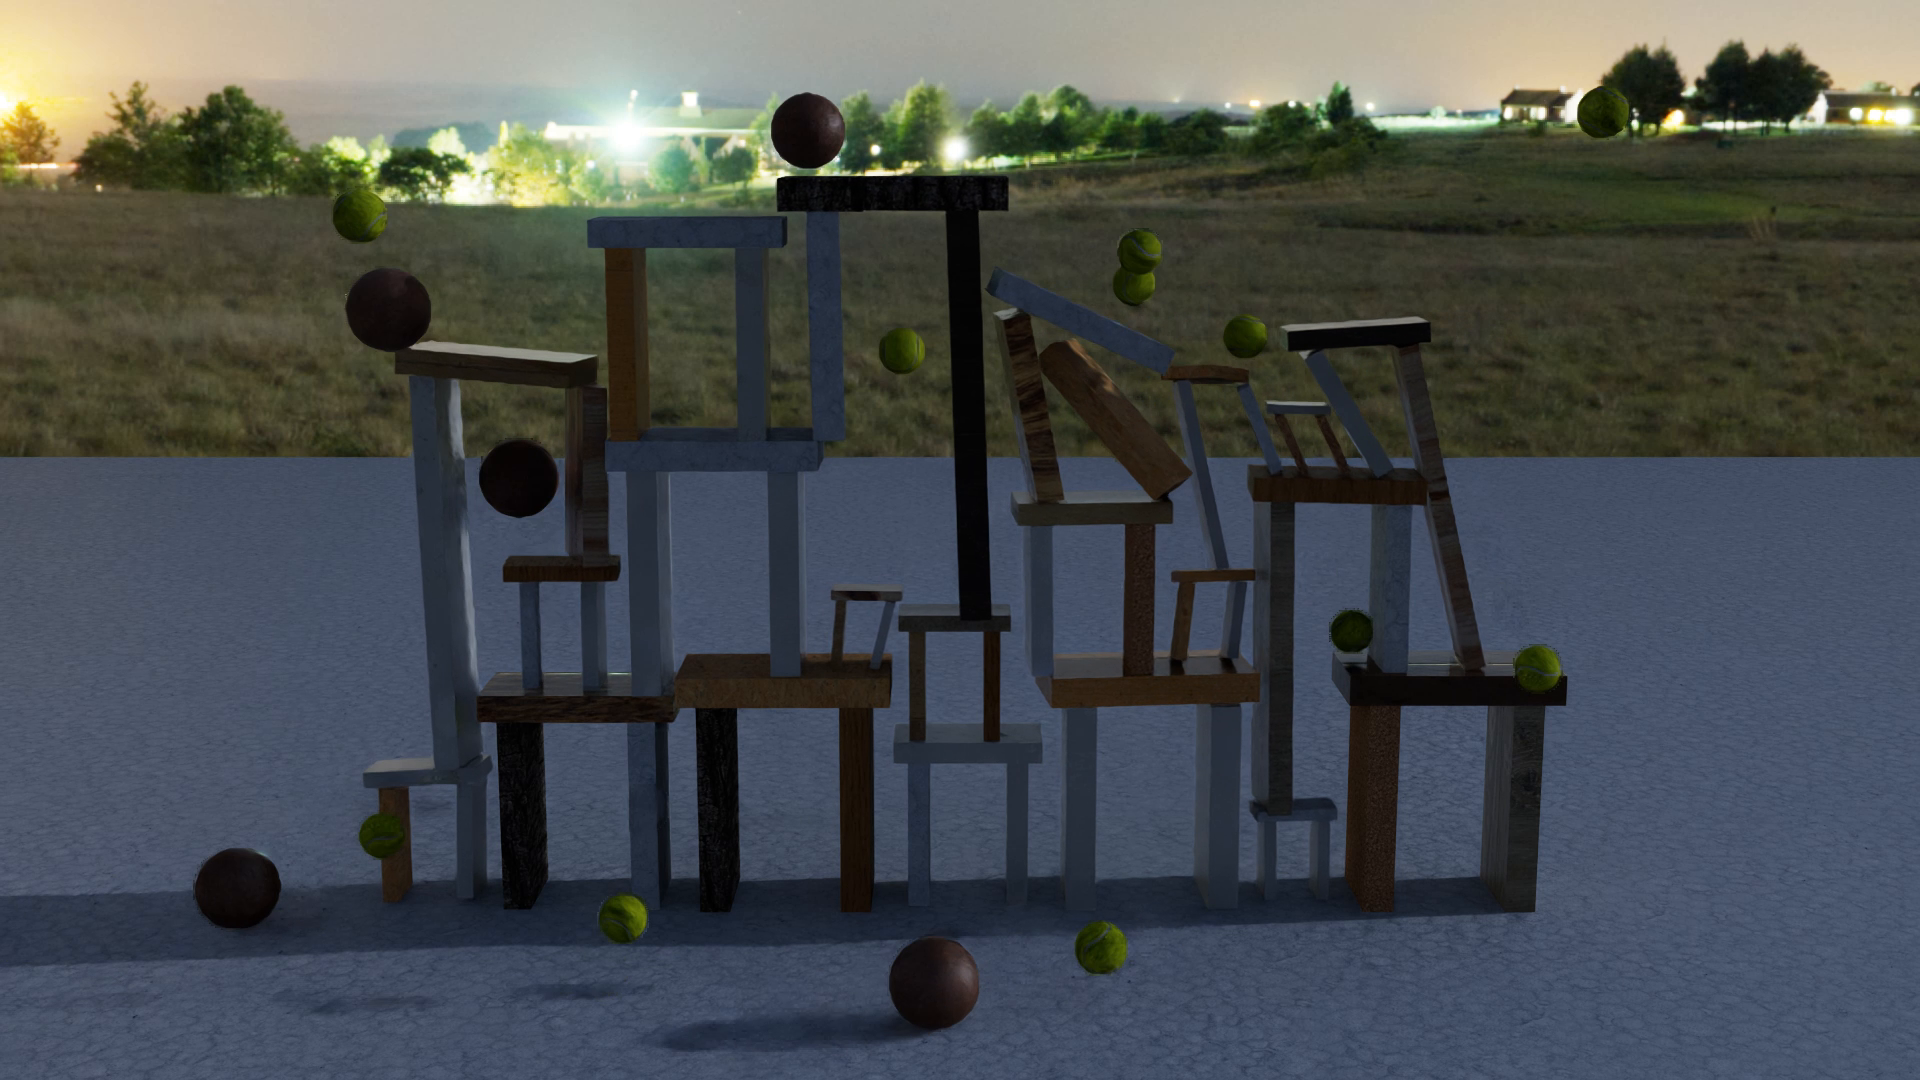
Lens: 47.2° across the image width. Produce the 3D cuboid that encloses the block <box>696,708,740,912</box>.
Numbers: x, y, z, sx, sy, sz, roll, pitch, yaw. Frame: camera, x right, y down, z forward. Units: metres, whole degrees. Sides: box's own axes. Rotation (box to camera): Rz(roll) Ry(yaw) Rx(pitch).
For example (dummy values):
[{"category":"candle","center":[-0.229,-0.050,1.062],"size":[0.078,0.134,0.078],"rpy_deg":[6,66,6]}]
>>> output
[{"category":"block","center":[-0.399,0.422,3.634],"size":[0.049,0.343,0.171],"rpy_deg":[0,11,0]}]

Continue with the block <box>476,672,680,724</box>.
[{"category":"block","center":[-0.618,0.258,3.609],"size":[0.315,0.045,0.158],"rpy_deg":[0,11,0]}]

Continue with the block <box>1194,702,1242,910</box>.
[{"category":"block","center":[0.426,0.421,3.644],"size":[0.048,0.341,0.171],"rpy_deg":[0,11,-2]}]

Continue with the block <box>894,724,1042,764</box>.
[{"category":"block","center":[0.013,0.335,3.625],"size":[0.242,0.034,0.121],"rpy_deg":[0,11,0]}]

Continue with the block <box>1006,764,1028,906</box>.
[{"category":"block","center":[0.094,0.470,3.650],"size":[0.034,0.242,0.121],"rpy_deg":[0,11,0]}]

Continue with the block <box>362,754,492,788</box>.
[{"category":"block","center":[-0.879,0.382,3.638],"size":[0.189,0.027,0.095],"rpy_deg":[-3,7,3]}]

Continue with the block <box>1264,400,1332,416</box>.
[{"category":"block","center":[0.543,-0.212,3.532],"size":[0.101,0.014,0.050],"rpy_deg":[2,10,4]}]

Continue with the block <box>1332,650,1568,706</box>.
[{"category":"block","center":[0.797,0.225,3.600],"size":[0.346,0.049,0.173],"rpy_deg":[0,11,0]}]

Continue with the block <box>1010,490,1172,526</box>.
[{"category":"block","center":[0.211,-0.053,3.549],"size":[0.247,0.035,0.123],"rpy_deg":[-1,11,-4]}]

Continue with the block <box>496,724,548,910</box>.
[{"category":"block","center":[-0.723,0.435,3.643],"size":[0.045,0.315,0.158],"rpy_deg":[0,11,0]}]

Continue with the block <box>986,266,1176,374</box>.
[{"category":"block","center":[0.189,-0.350,3.498],"size":[0.297,0.042,0.148],"rpy_deg":[24,8,-8]}]

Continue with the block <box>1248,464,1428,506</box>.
[{"category":"block","center":[0.606,-0.089,3.550],"size":[0.273,0.039,0.136],"rpy_deg":[1,10,3]}]

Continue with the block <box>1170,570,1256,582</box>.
[{"category":"block","center":[0.418,0.059,3.629],"size":[0.127,0.018,0.063],"rpy_deg":[-1,0,-10]}]

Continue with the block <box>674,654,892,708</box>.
[{"category":"block","center":[-0.284,0.230,3.599],"size":[0.343,0.049,0.171],"rpy_deg":[0,11,0]}]

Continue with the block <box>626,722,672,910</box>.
[{"category":"block","center":[-0.513,0.435,3.643],"size":[0.045,0.315,0.157],"rpy_deg":[0,11,0]}]

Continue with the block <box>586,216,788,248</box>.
[{"category":"block","center":[-0.427,-0.486,3.470],"size":[0.301,0.043,0.150],"rpy_deg":[0,11,-1]}]

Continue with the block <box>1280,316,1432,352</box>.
[{"category":"block","center":[0.629,-0.329,3.508],"size":[0.223,0.032,0.112],"rpy_deg":[-3,10,2]}]

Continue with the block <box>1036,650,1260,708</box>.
[{"category":"block","center":[0.306,0.227,3.623],"size":[0.341,0.048,0.171],"rpy_deg":[-1,11,-7]}]

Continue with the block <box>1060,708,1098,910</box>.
[{"category":"block","center":[0.196,0.421,3.642],"size":[0.048,0.341,0.171],"rpy_deg":[0,11,0]}]

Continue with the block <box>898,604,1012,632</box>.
[{"category":"block","center":[-0.009,0.126,3.584],"size":[0.182,0.026,0.091],"rpy_deg":[0,10,0]}]

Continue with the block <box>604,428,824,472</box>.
[{"category":"block","center":[-0.390,-0.147,3.533],"size":[0.334,0.047,0.167],"rpy_deg":[0,11,0]}]

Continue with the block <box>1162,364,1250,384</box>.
[{"category":"block","center":[0.402,-0.271,3.605],"size":[0.072,0.020,0.143],"rpy_deg":[6,-1,-30]}]

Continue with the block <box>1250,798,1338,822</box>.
[{"category":"block","center":[0.552,0.448,3.647],"size":[0.133,0.019,0.067],"rpy_deg":[-1,9,-4]}]

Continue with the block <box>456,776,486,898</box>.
[{"category":"block","center":[-0.813,0.491,3.661],"size":[0.027,0.189,0.094],"rpy_deg":[1,5,1]}]

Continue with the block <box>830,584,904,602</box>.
[{"category":"block","center":[-0.150,0.085,3.571],"size":[0.114,0.016,0.057],"rpy_deg":[1,11,3]}]

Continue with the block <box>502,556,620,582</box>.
[{"category":"block","center":[-0.644,0.046,3.563],"size":[0.181,0.026,0.090],"rpy_deg":[0,10,-5]}]

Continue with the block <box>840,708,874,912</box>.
[{"category":"block","center":[-0.169,0.422,3.634],"size":[0.049,0.343,0.171],"rpy_deg":[0,11,0]}]

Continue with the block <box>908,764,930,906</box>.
[{"category":"block","center":[-0.068,0.470,3.650],"size":[0.034,0.242,0.121],"rpy_deg":[0,11,0]}]

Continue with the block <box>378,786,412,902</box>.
[{"category":"block","center":[-0.938,0.494,3.656],"size":[0.027,0.189,0.094],"rpy_deg":[0,8,-1]}]

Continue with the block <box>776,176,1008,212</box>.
[{"category":"block","center":[-0.105,-0.547,3.466],"size":[0.356,0.050,0.178],"rpy_deg":[0,10,-1]}]

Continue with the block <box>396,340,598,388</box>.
[{"category":"block","center":[-0.740,-0.282,3.525],"size":[0.286,0.041,0.143],"rpy_deg":[5,10,8]}]
